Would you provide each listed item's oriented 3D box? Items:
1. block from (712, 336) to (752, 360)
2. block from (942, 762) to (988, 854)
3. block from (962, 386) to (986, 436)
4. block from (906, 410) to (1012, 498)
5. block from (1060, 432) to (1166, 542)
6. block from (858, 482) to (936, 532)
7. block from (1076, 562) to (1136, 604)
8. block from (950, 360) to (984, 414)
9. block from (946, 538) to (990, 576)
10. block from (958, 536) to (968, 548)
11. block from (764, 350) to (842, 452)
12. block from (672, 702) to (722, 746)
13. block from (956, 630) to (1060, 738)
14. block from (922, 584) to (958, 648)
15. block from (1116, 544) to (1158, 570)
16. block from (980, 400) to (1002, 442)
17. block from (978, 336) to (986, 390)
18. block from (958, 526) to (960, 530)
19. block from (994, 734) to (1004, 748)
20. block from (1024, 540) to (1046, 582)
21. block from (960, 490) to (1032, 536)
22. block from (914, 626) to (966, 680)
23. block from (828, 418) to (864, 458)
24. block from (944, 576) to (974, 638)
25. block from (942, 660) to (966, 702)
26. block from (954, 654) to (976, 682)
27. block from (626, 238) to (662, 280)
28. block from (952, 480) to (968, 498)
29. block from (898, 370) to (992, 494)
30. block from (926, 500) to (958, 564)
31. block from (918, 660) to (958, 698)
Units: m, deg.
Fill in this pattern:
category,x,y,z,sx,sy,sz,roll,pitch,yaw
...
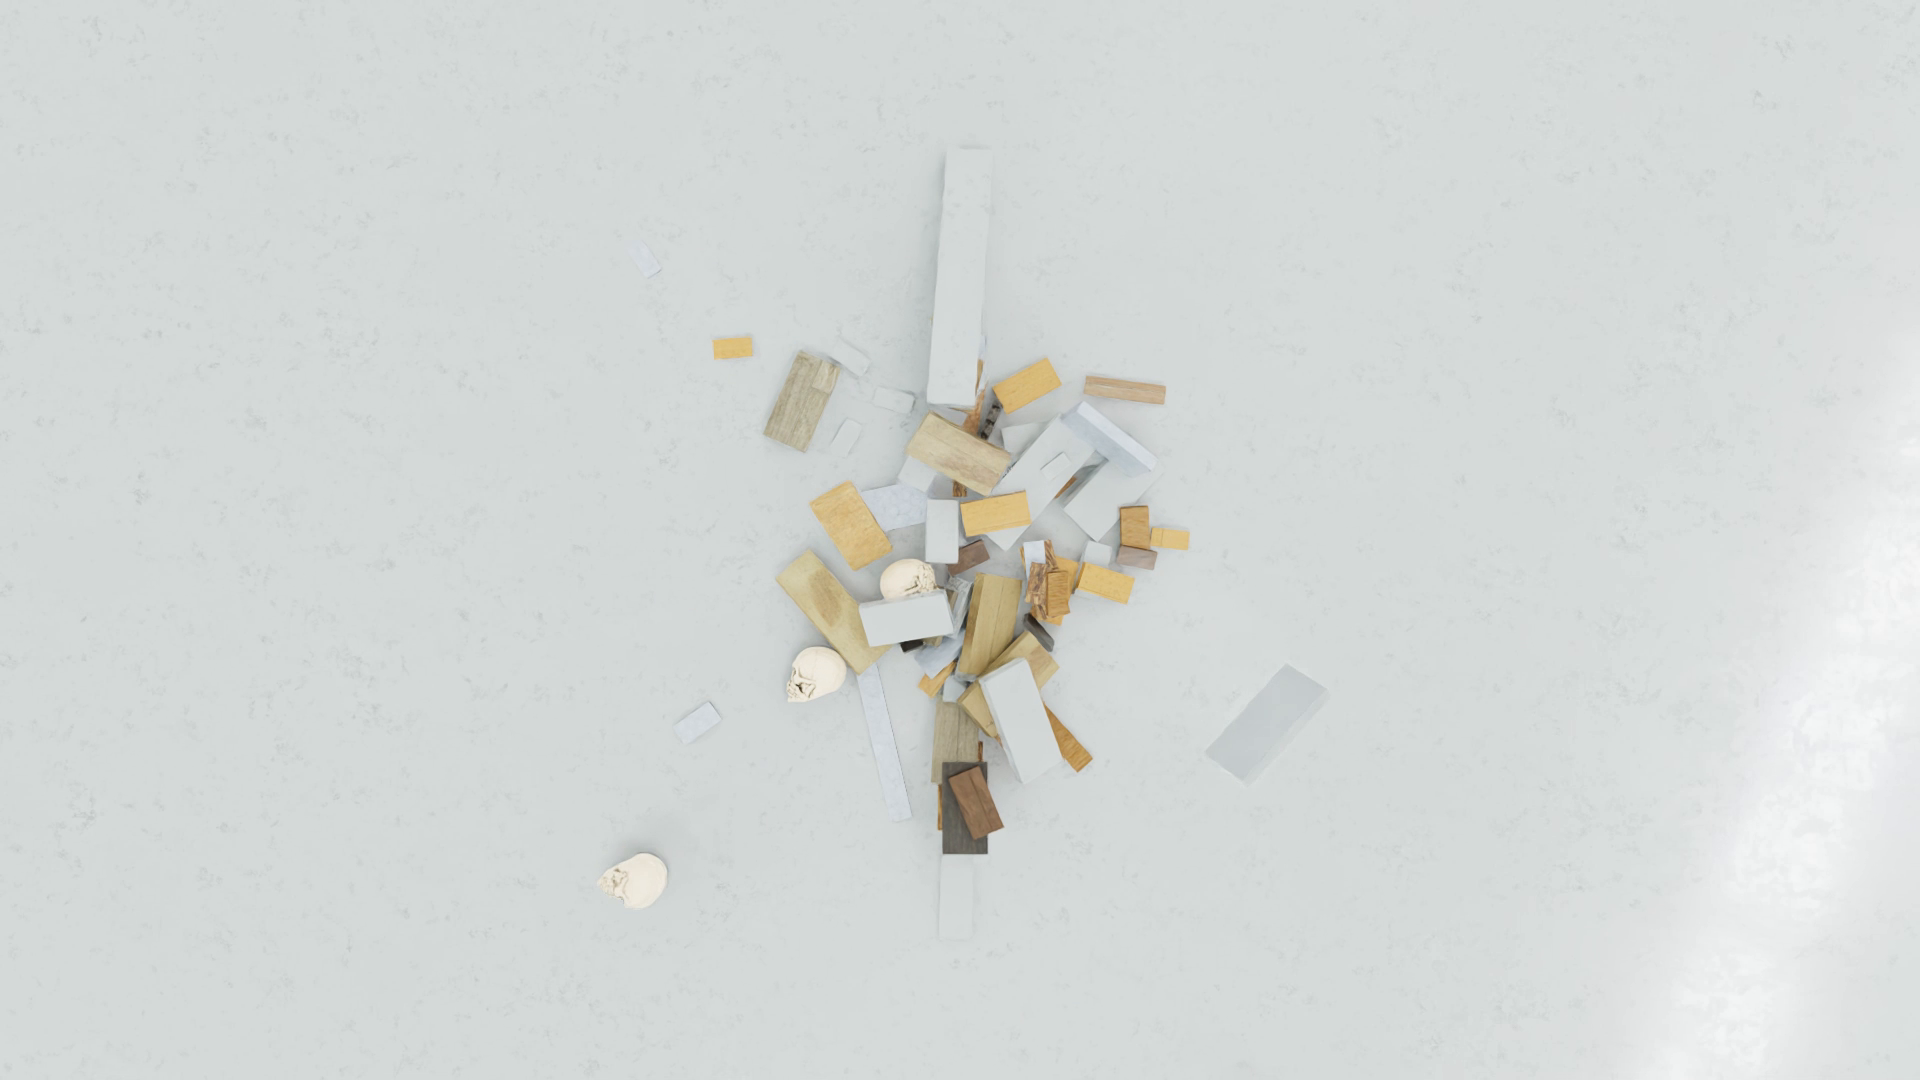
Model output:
category,x,y,z,sx,sy,sz,roll,pitch,yaw
block,-0.756,-0.638,5.491,0.128,0.018,0.064,-5,90,0
block,0.017,0.870,5.353,0.147,0.042,0.294,0,90,0
block,0.019,-0.440,5.448,0.108,0.030,0.215,10,85,2
block,-0.006,-0.280,5.346,0.308,0.044,0.154,28,107,-12
block,0.505,-0.173,5.450,0.167,0.047,0.335,43,90,-19
block,-0.220,-0.109,5.480,0.286,0.041,0.143,-13,90,0
block,0.480,0.143,5.458,0.185,0.026,0.093,18,90,-18
block,0.016,-0.507,5.370,0.088,0.025,0.176,14,86,2
block,0.021,0.059,5.468,0.143,0.020,0.072,-25,105,-9
block,-0.020,0.036,5.471,0.050,0.014,0.101,33,90,-17
block,-0.523,-0.459,5.478,0.153,0.043,0.305,23,90,0
block,-0.874,0.609,5.489,0.148,0.021,0.074,-35,90,0
block,0.160,0.472,5.411,0.329,0.047,0.165,-44,107,-16
block,-0.079,0.249,5.459,0.096,0.027,0.192,20,90,39
block,0.586,0.058,5.461,0.126,0.018,0.063,11,107,-5
block,0.085,-0.352,5.446,0.030,0.108,0.215,22,90,-1
block,0.039,-0.581,5.402,0.088,0.025,0.176,1,85,2
block,-0.047,-0.015,5.479,0.050,0.014,0.101,33,90,0
block,0.166,0.630,5.455,0.107,0.030,0.214,-39,99,-16
block,0.248,0.071,5.429,0.067,0.019,0.134,-5,90,0
block,0.118,-0.087,5.411,0.219,0.031,0.109,-11,102,0
block,-0.052,0.363,5.458,0.192,0.027,0.096,-42,48,0
block,-0.379,-0.339,5.491,0.062,0.018,0.124,31,90,0
block,-0.022,0.221,5.459,0.096,0.027,0.192,21,90,39
block,-0.015,0.467,5.466,0.072,0.020,0.143,5,70,0
block,0.030,0.394,5.467,0.072,0.020,0.143,15,73,-5
block,-1.052,-0.936,5.491,0.062,0.018,0.124,-34,90,0
block,0.001,-0.191,5.493,0.047,0.013,0.095,1,90,0
block,-0.051,-0.376,5.413,0.104,0.030,0.454,28,86,4
block,-0.059,-0.028,5.433,0.104,0.030,0.209,2,83,-6
block,-0.076,0.446,5.466,0.072,0.020,0.143,36,93,43
